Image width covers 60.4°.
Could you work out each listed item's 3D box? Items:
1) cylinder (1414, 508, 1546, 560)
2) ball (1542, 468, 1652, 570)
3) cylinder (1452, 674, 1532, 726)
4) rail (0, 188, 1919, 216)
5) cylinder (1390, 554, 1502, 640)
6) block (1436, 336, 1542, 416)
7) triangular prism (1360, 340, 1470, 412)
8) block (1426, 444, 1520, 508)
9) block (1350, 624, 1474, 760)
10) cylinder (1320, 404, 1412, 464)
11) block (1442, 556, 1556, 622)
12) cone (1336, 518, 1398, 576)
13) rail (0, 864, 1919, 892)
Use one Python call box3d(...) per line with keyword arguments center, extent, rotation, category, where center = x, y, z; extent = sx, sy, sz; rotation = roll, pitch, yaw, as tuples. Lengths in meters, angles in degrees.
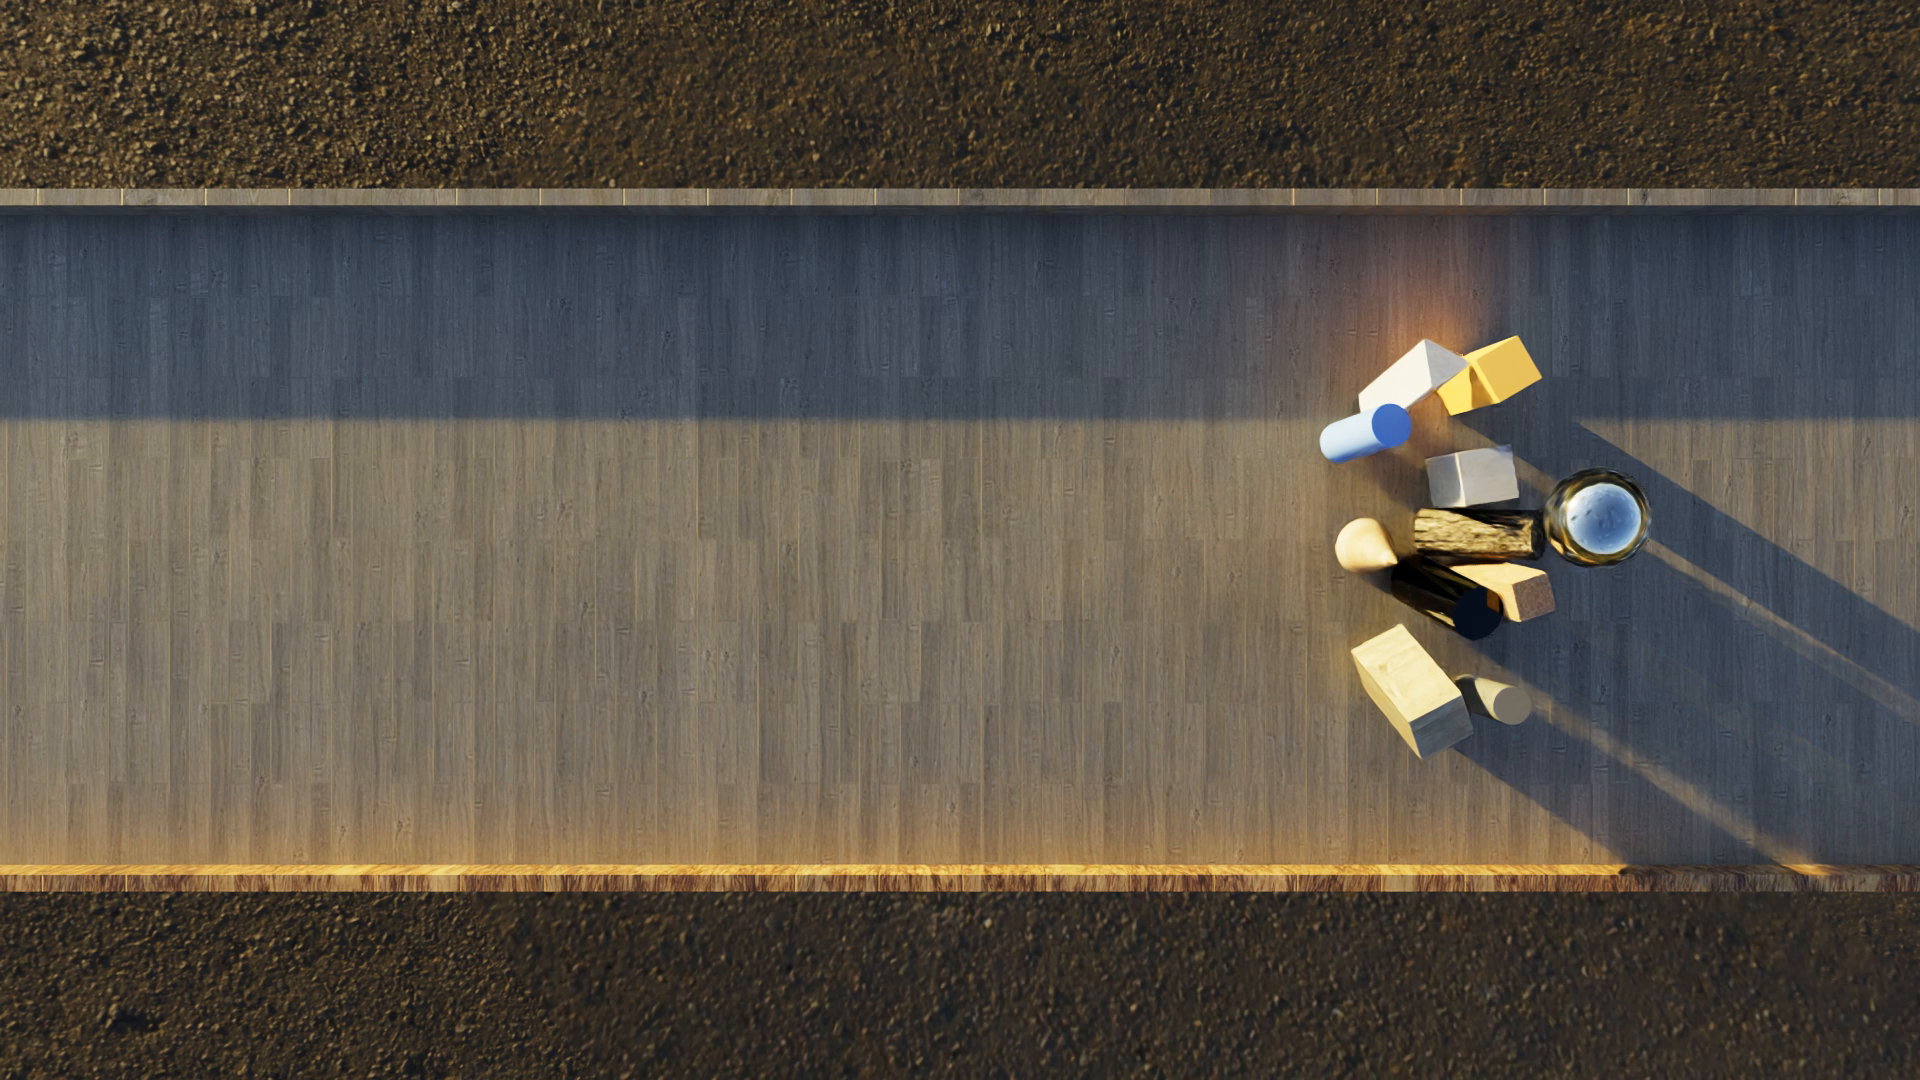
box3d(center=(1.549, -0.020, 4.913), extent=(0.349, 0.143, 0.143), rotation=(2, 90, 38), category="cylinder")
box3d(center=(1.766, -0.059, 4.575), extent=(0.280, 0.280, 0.280), rotation=(0, 90, 0), category="ball")
box3d(center=(1.558, 0.468, 4.864), extent=(0.108, 0.425, 0.108), rotation=(0, 90, 0), category="cylinder")
box3d(center=(-2.247, -1.025, 5.002), extent=(12.000, 0.150, 0.050), rotation=(0, 90, 0), category="rail")
box3d(center=(1.433, 0.165, 4.875), extent=(0.158, 0.371, 0.158), rotation=(-3, 104, -13), category="cylinder")
box3d(center=(1.536, -0.479, 4.850), extent=(0.137, 0.452, 0.137), rotation=(-30, 90, -1), category="block")
box3d(center=(1.306, -0.456, 4.857), extent=(0.148, 0.431, 0.128), rotation=(-32, 83, -19), category="triangular prism")
box3d(center=(1.521, -0.186, 4.912), extent=(0.156, 0.327, 0.156), rotation=(-9, 90, 0), category="block")
box3d(center=(1.336, 0.446, 4.883), extent=(0.172, 0.354, 0.172), rotation=(-28, 127, 0), category="block")
box3d(center=(1.201, -0.314, 4.899), extent=(0.126, 0.334, 0.126), rotation=(1, 84, -13), category="cylinder")
box3d(center=(1.574, 0.138, 4.849), extent=(0.114, 0.431, 0.114), rotation=(-17, 99, -9), category="block")
box3d(center=(1.248, 0.044, 4.891), extent=(0.177, 0.351, 0.177), rotation=(0, 98, -2), category="cone")
box3d(center=(-2.247, 1.025, 5.001), extent=(12.000, 0.150, 0.050), rotation=(0, 90, 0), category="rail")
